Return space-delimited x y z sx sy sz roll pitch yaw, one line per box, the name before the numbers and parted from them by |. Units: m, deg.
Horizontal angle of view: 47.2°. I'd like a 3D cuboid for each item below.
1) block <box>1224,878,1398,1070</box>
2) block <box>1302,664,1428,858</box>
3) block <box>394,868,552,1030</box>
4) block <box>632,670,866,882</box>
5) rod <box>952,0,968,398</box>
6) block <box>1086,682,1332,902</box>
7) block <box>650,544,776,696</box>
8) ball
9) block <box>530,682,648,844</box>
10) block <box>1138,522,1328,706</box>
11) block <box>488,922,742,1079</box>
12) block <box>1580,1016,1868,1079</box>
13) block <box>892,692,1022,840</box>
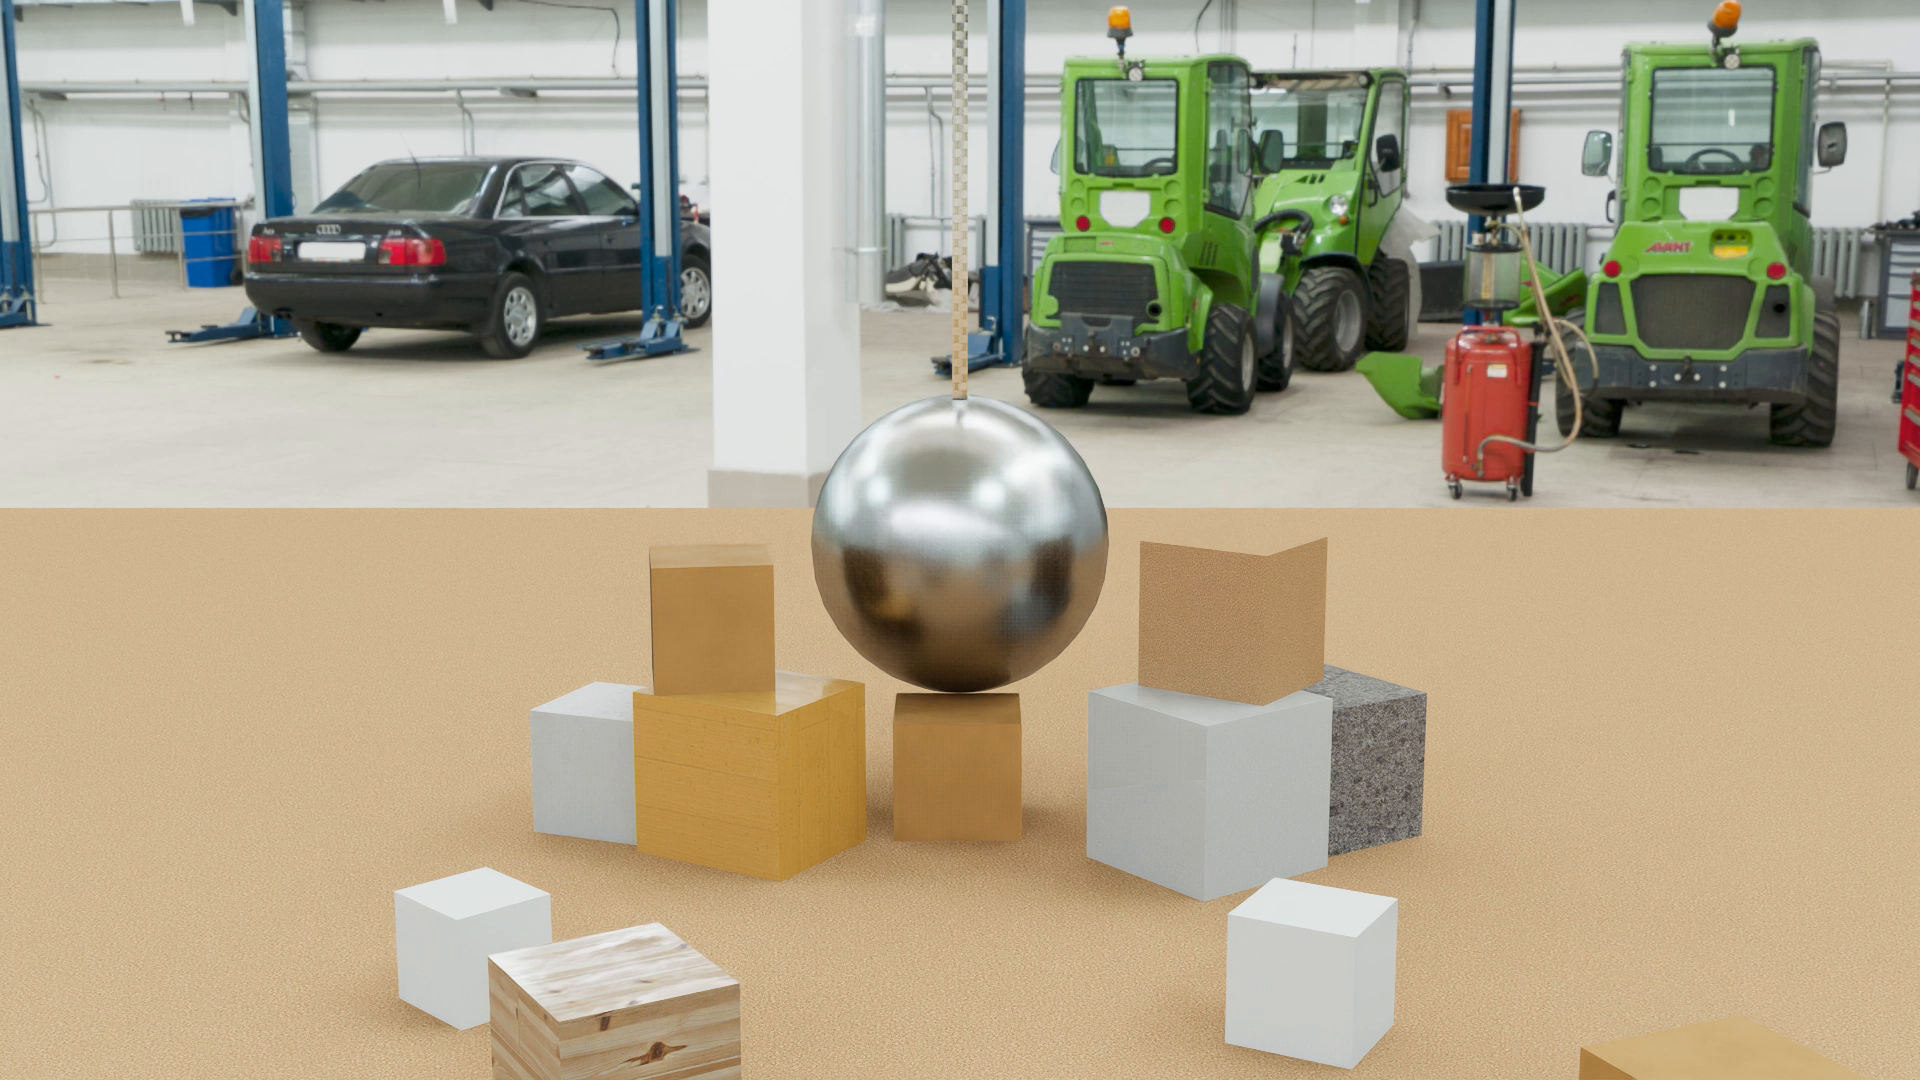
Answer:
block | 1.394 1.704 8.707 0.522 0.532 0.497 6 12 29
block | 1.836 1.120 11.310 0.739 0.751 0.790 -7 12 -33
block | -2.002 1.674 9.062 0.440 0.463 0.477 -10 14 -44
block | -1.046 1.137 11.010 0.880 0.823 0.745 6 12 31
rod | 0.000 -3.250 10.848 0.080 5.200 0.080 0 16 0
block | 1.214 1.169 10.772 0.837 0.846 0.835 -8 13 -37
block | -1.250 0.390 11.048 0.593 0.635 0.597 -2 10 -9
ball | 0.000 0.019 11.782 1.600 1.600 1.600 0 10 0
block | -1.762 1.152 11.433 0.670 0.643 0.650 4 11 21
block | 1.348 0.352 10.868 0.694 0.727 0.637 7 13 35
block | -1.232 1.820 7.829 0.663 0.617 0.707 -6 12 -31
block | 2.412 1.973 6.846 0.655 0.667 0.712 -4 11 -23
block | -0.013 1.170 11.422 0.648 0.611 0.633 0 10 0
